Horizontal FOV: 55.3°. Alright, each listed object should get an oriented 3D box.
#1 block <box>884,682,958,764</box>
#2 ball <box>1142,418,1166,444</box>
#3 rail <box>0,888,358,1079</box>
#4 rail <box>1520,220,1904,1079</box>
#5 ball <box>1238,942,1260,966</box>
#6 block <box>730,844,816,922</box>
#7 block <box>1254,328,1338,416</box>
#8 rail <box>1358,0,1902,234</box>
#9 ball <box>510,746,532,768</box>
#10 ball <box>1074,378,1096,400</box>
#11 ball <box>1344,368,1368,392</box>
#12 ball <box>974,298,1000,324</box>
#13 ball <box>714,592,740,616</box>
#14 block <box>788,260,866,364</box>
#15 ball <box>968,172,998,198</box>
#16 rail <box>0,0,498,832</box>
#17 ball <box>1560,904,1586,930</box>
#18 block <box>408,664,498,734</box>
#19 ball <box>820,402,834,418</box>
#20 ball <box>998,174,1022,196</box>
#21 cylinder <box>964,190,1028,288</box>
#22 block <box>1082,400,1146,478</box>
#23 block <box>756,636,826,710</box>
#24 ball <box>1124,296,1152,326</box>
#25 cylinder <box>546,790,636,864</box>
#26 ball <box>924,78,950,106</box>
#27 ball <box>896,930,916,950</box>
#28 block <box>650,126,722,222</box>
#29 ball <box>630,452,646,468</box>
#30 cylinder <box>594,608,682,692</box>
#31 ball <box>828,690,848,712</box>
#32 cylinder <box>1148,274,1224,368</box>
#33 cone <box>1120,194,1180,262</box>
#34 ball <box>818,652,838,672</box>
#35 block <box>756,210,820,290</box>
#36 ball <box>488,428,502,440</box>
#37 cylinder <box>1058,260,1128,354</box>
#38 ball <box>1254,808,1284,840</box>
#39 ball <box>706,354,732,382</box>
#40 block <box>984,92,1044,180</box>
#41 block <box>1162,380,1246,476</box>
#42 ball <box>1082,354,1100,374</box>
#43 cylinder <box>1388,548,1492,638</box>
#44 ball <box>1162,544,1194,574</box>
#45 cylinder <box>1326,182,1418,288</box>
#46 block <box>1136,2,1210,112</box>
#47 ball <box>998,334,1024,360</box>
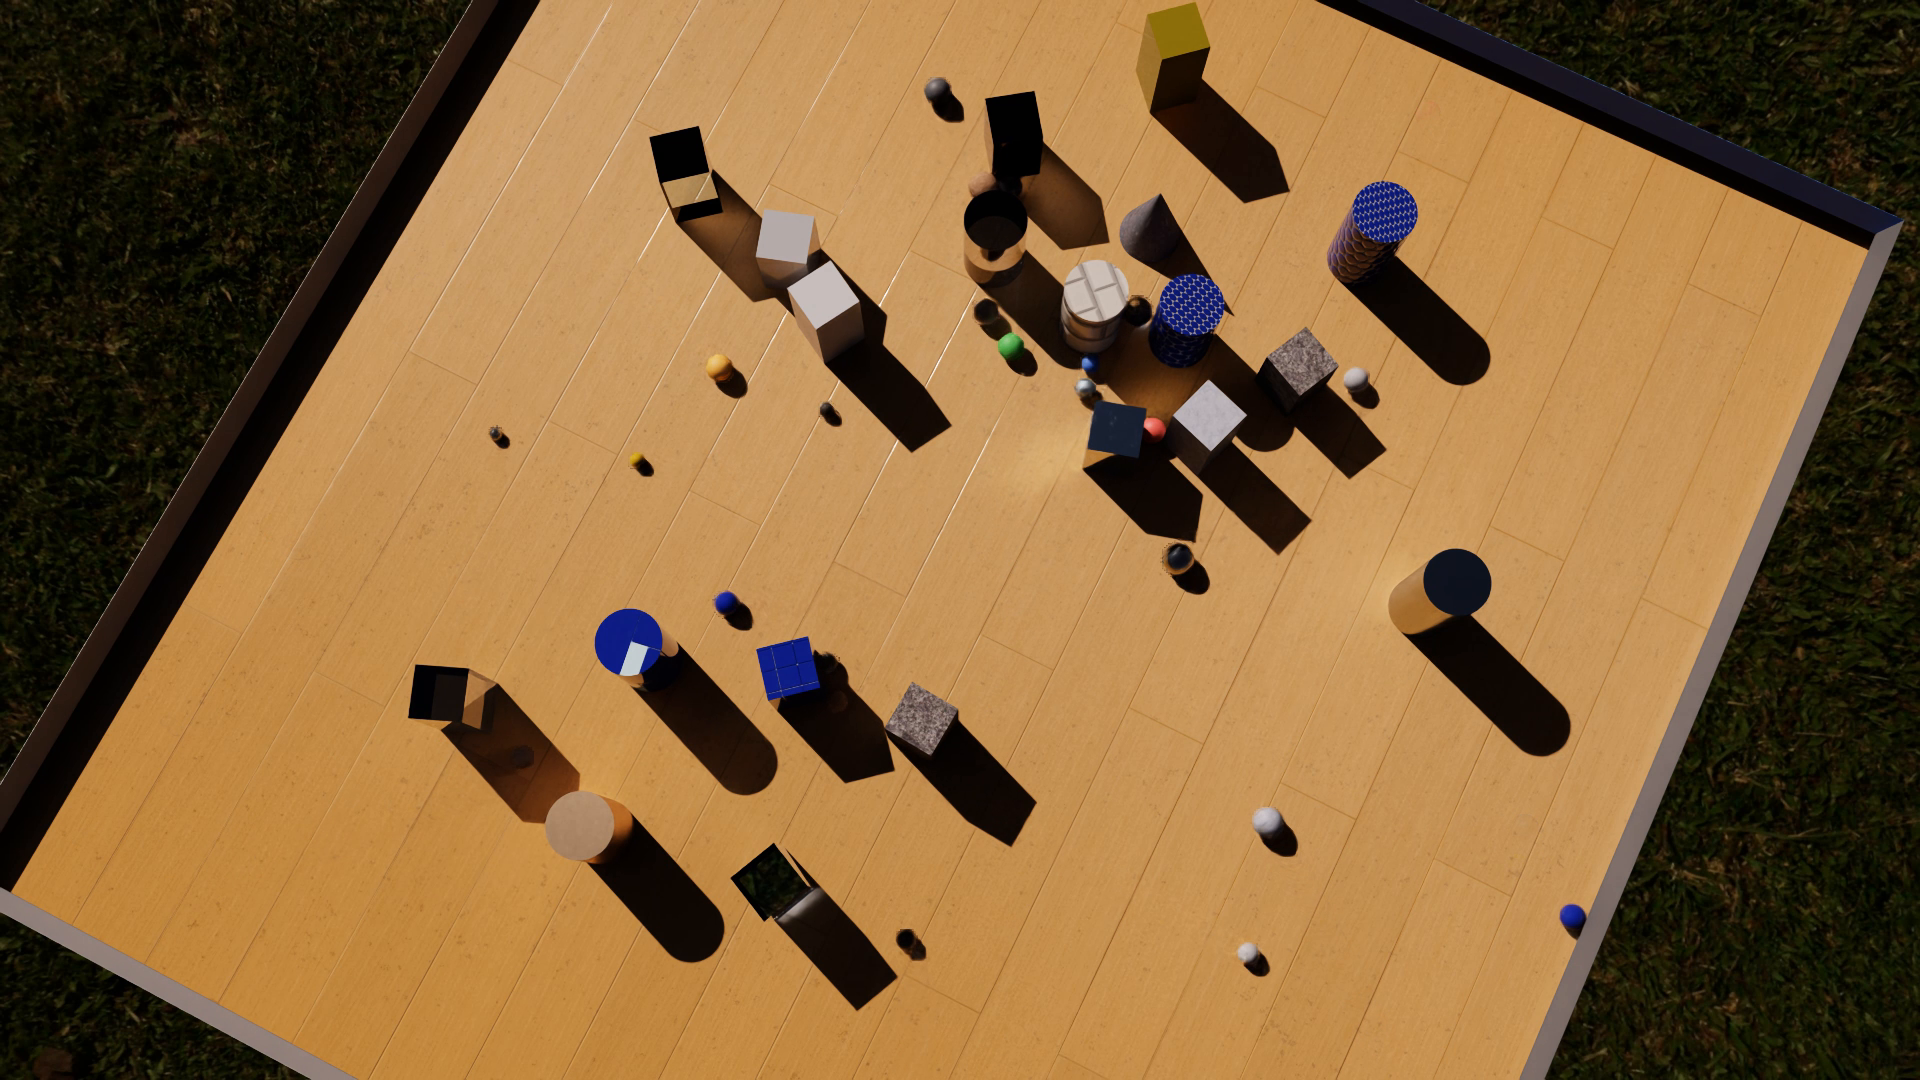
[{"bbox_3d":[-0.110,0.538,5.353,0.154,0.298,0.154,30,80,6],"label":"block"},{"bbox_3d":[0.593,-0.337,5.645,0.080,0.080,0.080,0,78,0],"label":"ball"},{"bbox_3d":[-0.980,1.927,5.153,4.350,0.125,0.045,26,80,5],"label":"rail"},{"bbox_3d":[1.924,0.949,5.355,0.045,0.125,4.431,26,80,5],"label":"rail"},{"bbox_3d":[0.840,1.205,5.334,0.064,0.064,0.064,0,78,0],"label":"ball"},{"bbox_3d":[-0.532,0.984,5.254,0.154,0.311,0.154,-39,81,-7],"label":"block"},{"bbox_3d":[1.026,-0.511,5.599,0.154,0.241,0.154,-37,81,-7],"label":"block"},{"bbox_3d":[0.980,-1.913,5.947,4.350,0.125,0.045,26,80,5],"label":"rail"},{"bbox_3d":[-1.306,0.647,5.449,0.067,0.067,0.067,0,78,0],"label":"ball"},{"bbox_3d":[0.388,-0.470,5.680,0.065,0.065,0.065,0,78,0],"label":"ball"},{"bbox_3d":[1.227,-0.495,5.679,0.078,0.078,0.078,0,78,0],"label":"ball"},{"bbox_3d":[0.081,-0.712,5.722,0.081,0.081,0.081,0,78,0],"label":"ball"},{"bbox_3d":[-0.704,0.192,5.539,0.075,0.075,0.075,0,78,0],"label":"ball"},{"bbox_3d":[-0.404,-0.689,5.582,0.154,0.347,0.154,-34,80,-7],"label":"block"},{"bbox_3d":[0.075,-1.117,5.800,0.094,0.094,0.094,0,78,0],"label":"ball"},{"bbox_3d":[-1.924,-0.936,5.745,0.045,0.125,4.431,26,80,5],"label":"rail"},{"bbox_3d":[1.789,1.099,5.351,0.074,0.074,0.074,0,78,0],"label":"ball"},{"bbox_3d":[-1.476,0.467,5.351,0.154,0.331,0.154,4,78,1],"label":"block"},{"bbox_3d":[-0.413,-0.403,5.676,0.047,0.047,0.047,0,78,0],"label":"ball"},{"bbox_3d":[0.161,-1.121,5.810,0.075,0.075,0.075,0,78,0],"label":"ball"},{"bbox_3d":[0.107,-0.923,5.641,0.193,0.326,0.193,0,78,0],"label":"cylinder"},{"bbox_3d":[0.465,-0.305,5.553,0.154,0.248,0.154,10,78,2],"label":"block"},{"bbox_3d":[-0.495,0.396,5.400,0.154,0.264,0.154,-14,79,-3],"label":"block"},{"bbox_3d":[0.554,-0.713,5.717,0.092,0.092,0.092,0,78,0],"label":"ball"},{"bbox_3d":[-1.058,0.830,5.269,0.193,0.345,0.193,0,78,0],"label":"cylinder"},{"bbox_3d":[-0.071,-1.435,5.870,0.085,0.085,0.085,0,78,0],"label":"ball"},{"bbox_3d":[-0.157,1.168,5.346,0.058,0.058,0.058,0,78,0],"label":"ball"},{"bbox_3d":[-0.847,-1.130,5.686,0.154,0.321,0.154,-13,79,-3],"label":"block"},{"bbox_3d":[-0.994,-0.246,5.643,0.047,0.047,0.047,0,78,0],"label":"ball"},{"bbox_3d":[-0.936,0.326,5.358,0.193,0.375,0.193,0,78,0],"label":"cylinder"},{"bbox_3d":[-0.366,0.482,5.485,0.062,0.062,0.062,0,78,0],"label":"ball"},{"bbox_3d":[0.687,-0.664,5.586,0.193,0.328,0.193,0,78,0],"label":"cylinder"},{"bbox_3d":[0.602,-1.006,5.653,0.193,0.336,0.193,0,78,0],"label":"cone"},{"bbox_3d":[-0.397,0.369,5.510,0.059,0.059,0.059,0,78,0],"label":"ball"},{"bbox_3d":[-0.528,-0.889,5.662,0.154,0.271,0.154,8,78,2],"label":"block"},{"bbox_3d":[-1.436,-0.328,5.664,0.040,0.040,0.040,0,78,0],"label":"ball"},{"bbox_3d":[0.405,-0.707,5.595,0.193,0.328,0.193,0,78,0],"label":"cylinder"},{"bbox_3d":[0.909,0.836,5.397,0.091,0.091,0.091,0,78,0],"label":"ball"},{"bbox_3d":[-0.747,-0.534,5.684,0.083,0.083,0.083,0,78,0],"label":"ball"},{"bbox_3d":[0.165,-1.261,5.733,0.154,0.282,0.154,-9,78,-2],"label":"block"},{"bbox_3d":[0.734,-0.335,5.530,0.154,0.305,0.154,44,82,8],"label":"block"},{"bbox_3d":[0.406,-0.548,5.701,0.057,0.057,0.057,0,78,0],"label":"ball"},{"bbox_3d":[1.398,0.162,5.363,0.193,0.432,0.193,0,78,0],"label":"cylinder"},{"bbox_3d":[0.663,0.058,5.555,0.096,0.096,0.096,0,78,0],"label":"ball"},{"bbox_3d":[1.257,-0.931,5.610,0.193,0.391,0.193,0,78,0],"label":"cylinder"},{"bbox_3d":[0.663,-1.506,5.736,0.154,0.376,0.154,-15,79,-3],"label":"block"},{"bbox_3d":[0.159,-0.602,5.699,0.082,0.082,0.082,0,78,0],"label":"ball"}]
